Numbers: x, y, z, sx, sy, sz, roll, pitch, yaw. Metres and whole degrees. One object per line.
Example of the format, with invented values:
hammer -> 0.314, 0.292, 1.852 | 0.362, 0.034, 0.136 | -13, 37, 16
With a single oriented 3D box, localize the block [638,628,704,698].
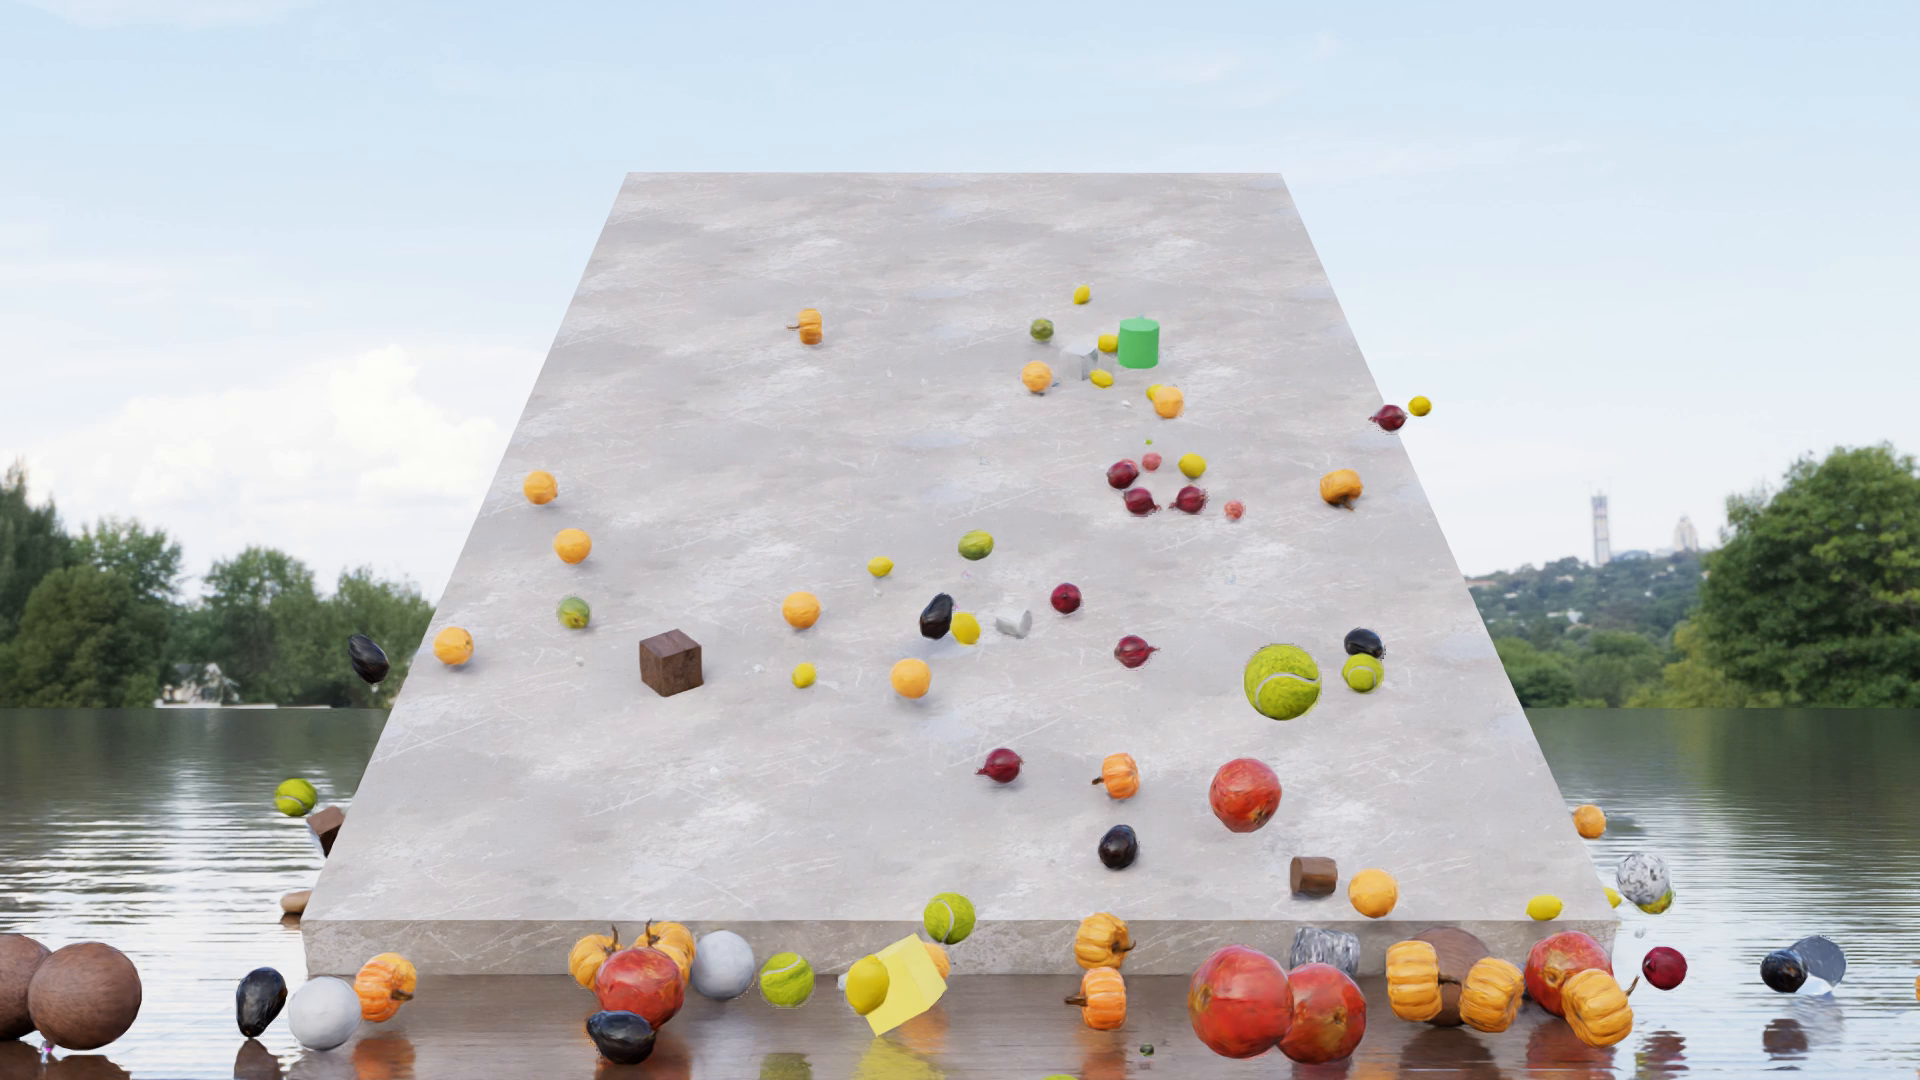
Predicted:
block -> -0.520, 0.221, 4.216 | 0.081, 0.081, 0.081 | -17, 30, -33

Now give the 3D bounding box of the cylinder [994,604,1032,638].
cylinder -> 0.101, 0.151, 4.403 | 0.052, 0.052, 0.052 | 14, 3, 27

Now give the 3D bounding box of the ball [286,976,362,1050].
ball -> -0.766, 0.570, 2.824 | 0.087, 0.087, 0.087 | 0, -4, 0

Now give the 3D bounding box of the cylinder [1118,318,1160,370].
cylinder -> 0.433, -0.477, 5.686 | 0.098, 0.098, 0.098 | 0, 25, 0

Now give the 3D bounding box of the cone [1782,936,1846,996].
cone -> 1.245, 0.632, 3.387 | 0.089, 0.089, 0.089 | -3, -32, 36

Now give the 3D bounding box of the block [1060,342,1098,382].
block -> 0.284, -0.426, 5.615 | 0.065, 0.065, 0.065 | 17, 30, 31

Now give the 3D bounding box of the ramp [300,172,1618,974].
ramp -> -0.009, -0.229, 5.389 | 2.000, 0.100, 4.000 | 0, 25, 0

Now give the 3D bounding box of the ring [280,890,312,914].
ring -> -1.291, 0.721, 4.677 | 0.127, 0.042, 0.127 | 0, -5, 0

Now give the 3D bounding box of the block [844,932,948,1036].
block -> -0.080, 0.561, 2.964 | 0.081, 0.081, 0.081 | -30, -1, 18

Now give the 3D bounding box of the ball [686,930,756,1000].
ball -> -0.336, 0.598, 3.298 | 0.096, 0.096, 0.096 | 0, -4, 0

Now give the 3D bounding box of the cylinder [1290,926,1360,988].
cylinder -> 0.526, 0.601, 3.381 | 0.078, 0.078, 0.078 | 10, -5, -6

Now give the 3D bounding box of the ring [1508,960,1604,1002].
ring -> 0.843, 0.625, 3.321 | 0.133, 0.044, 0.133 | -2, 1, 0

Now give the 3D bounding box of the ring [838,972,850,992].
ring -> -0.139, 0.640, 3.397 | 0.077, 0.026, 0.077 | -2, -6, 0

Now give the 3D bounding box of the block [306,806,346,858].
block -> -1.070, 0.496, 3.985 | 0.055, 0.055, 0.055 | -27, 40, -27

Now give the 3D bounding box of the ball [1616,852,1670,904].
ball -> 0.993, 0.491, 3.406 | 0.076, 0.076, 0.076 | 0, -4, 0

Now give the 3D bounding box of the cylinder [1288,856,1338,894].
cylinder -> 0.543, 0.516, 3.607 | 0.057, 0.057, 0.057 | 5, -5, -11
